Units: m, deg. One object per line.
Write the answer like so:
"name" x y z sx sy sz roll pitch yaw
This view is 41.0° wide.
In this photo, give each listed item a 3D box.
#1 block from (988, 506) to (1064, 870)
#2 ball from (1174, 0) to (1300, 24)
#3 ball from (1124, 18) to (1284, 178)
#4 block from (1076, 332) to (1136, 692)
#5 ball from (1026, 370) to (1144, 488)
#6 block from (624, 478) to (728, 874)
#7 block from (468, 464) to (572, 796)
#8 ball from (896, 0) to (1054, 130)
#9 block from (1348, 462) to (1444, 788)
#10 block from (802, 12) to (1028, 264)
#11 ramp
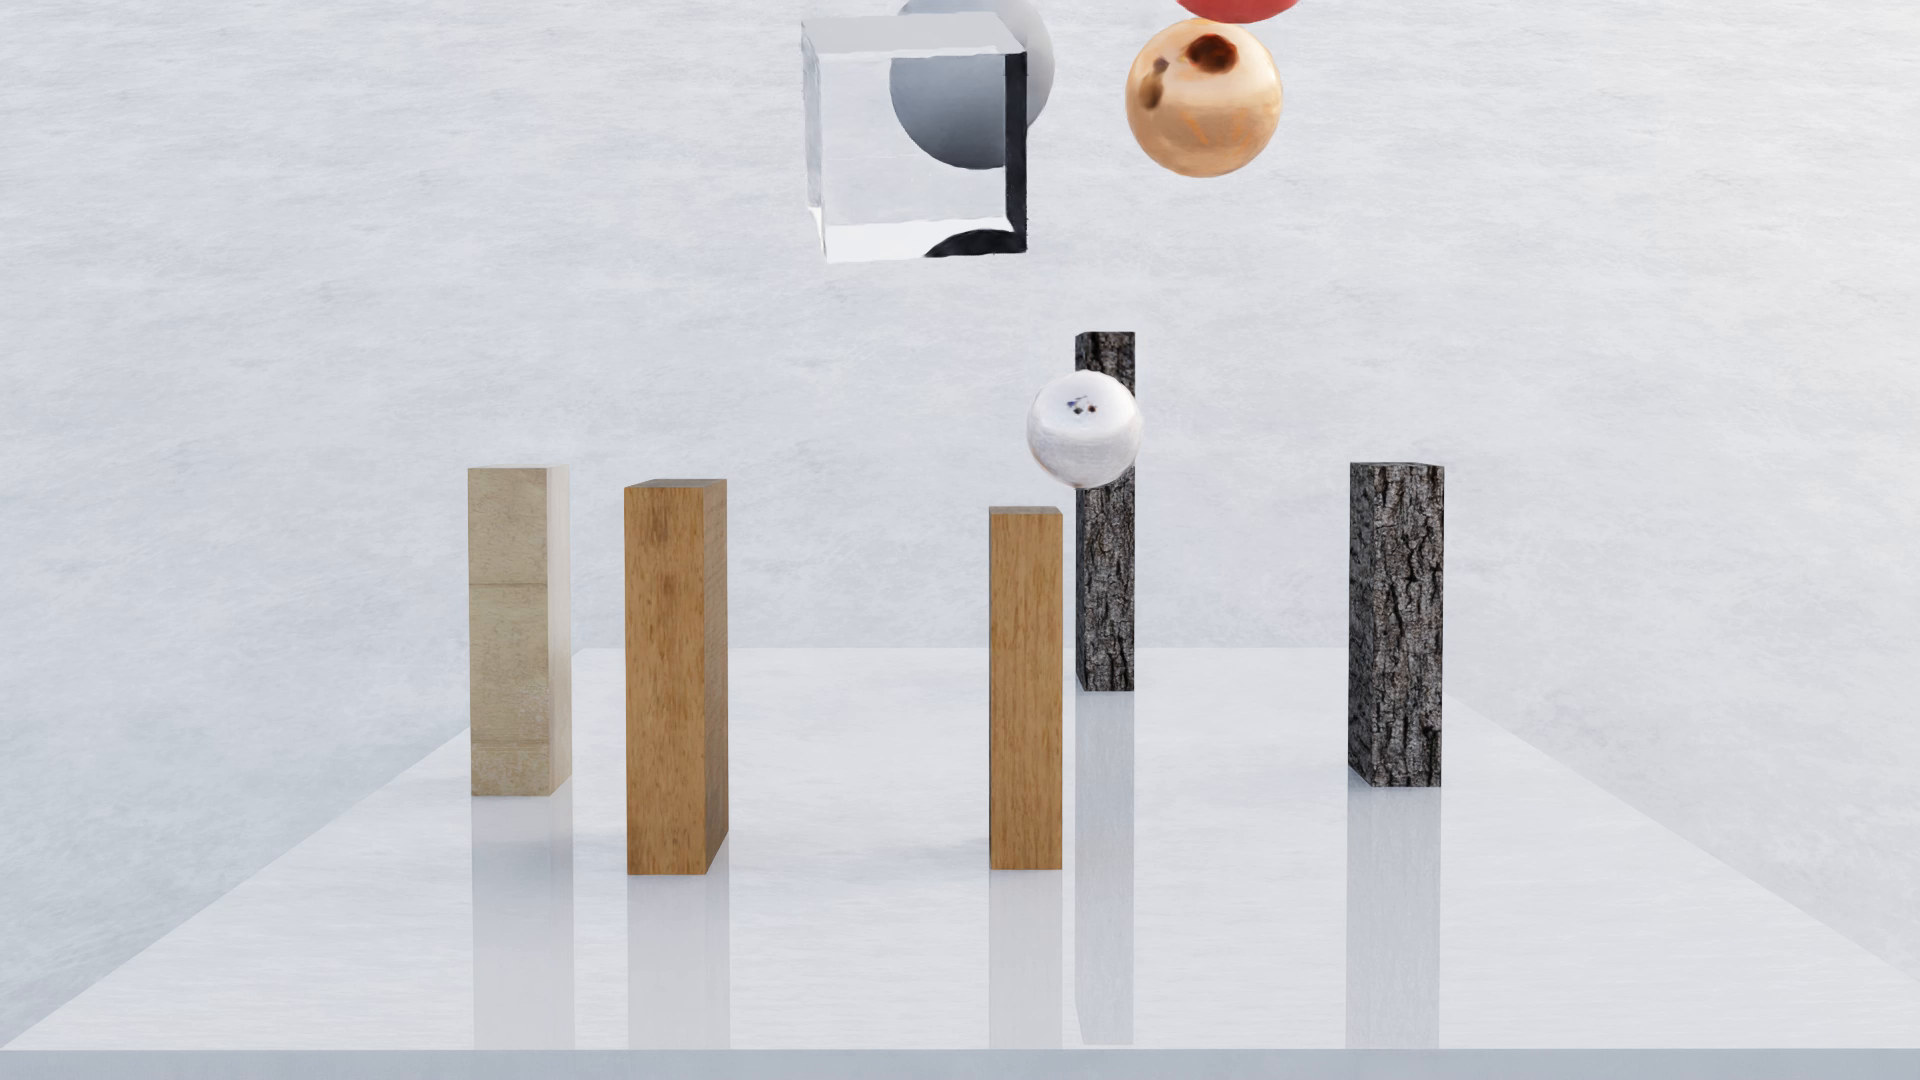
"block" 0.090 0.199 3.596 0.097 0.483 0.248 0 3 0
"ball" 0.259 -0.573 2.393 0.181 0.181 0.181 0 21 0
"ball" 0.240 -0.436 2.533 0.156 0.156 0.156 0 21 0
"block" 0.323 -0.071 5.758 0.109 0.777 0.411 0 3 0
"ball" 0.143 -0.128 2.960 0.136 0.136 0.136 0 21 0
"block" -0.395 0.180 3.614 0.106 0.521 0.355 0 3 0
"block" -0.722 0.142 4.232 0.126 0.527 0.243 0 3 0
"ball" 0.008 -0.457 2.475 0.168 0.168 0.168 0 21 0
"block" 0.733 0.135 4.333 0.114 0.526 0.262 0 3 0
"block" -0.043 -0.366 2.315 0.179 0.179 0.179 -4 23 -8
"ramp" 0.048 0.438 4.532 2.000 0.100 4.000 0 3 0
